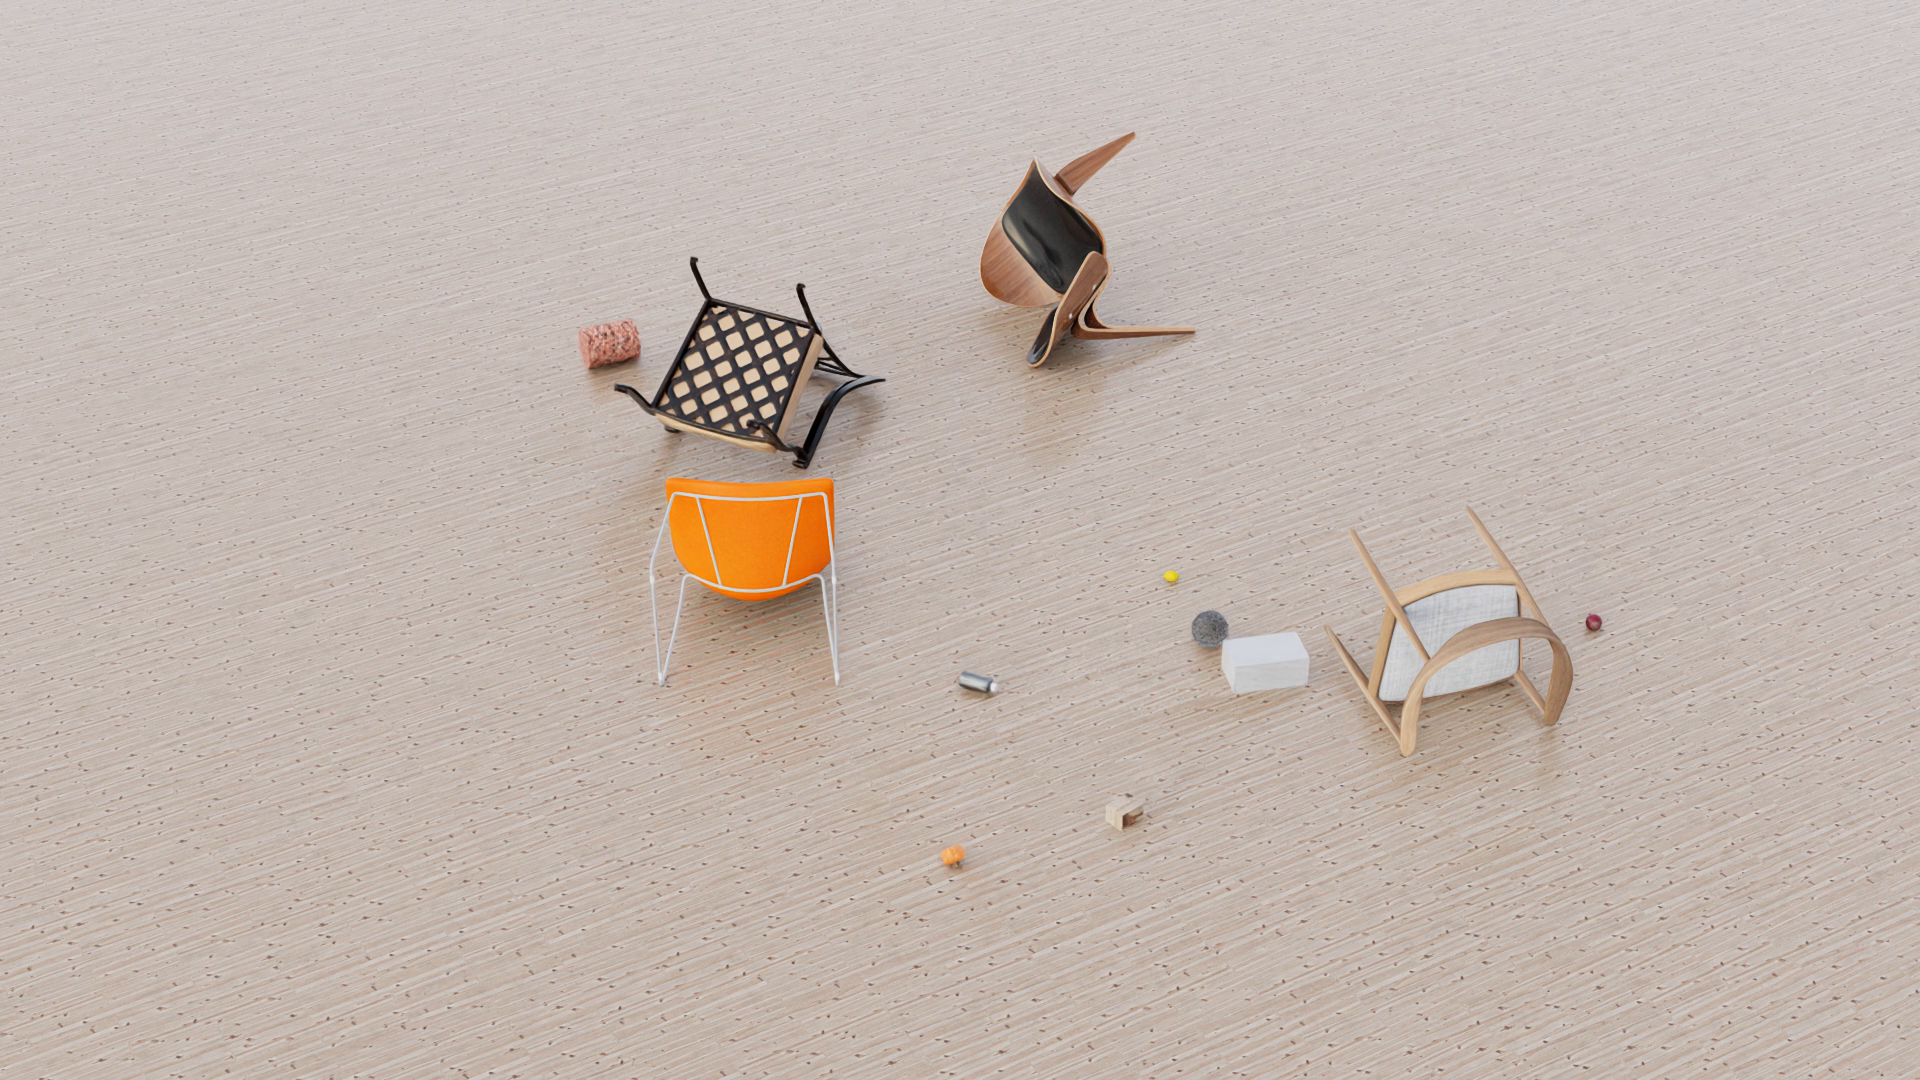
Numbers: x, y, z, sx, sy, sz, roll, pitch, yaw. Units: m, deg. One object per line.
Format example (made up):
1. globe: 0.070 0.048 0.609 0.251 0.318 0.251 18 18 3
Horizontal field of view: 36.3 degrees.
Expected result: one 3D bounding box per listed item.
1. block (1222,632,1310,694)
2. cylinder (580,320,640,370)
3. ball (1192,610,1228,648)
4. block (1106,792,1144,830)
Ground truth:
1. block: 1.061 0.426 10.194 0.265 0.114 0.161 -6 34 -10
2. cylinder: -1.434 -0.802 12.010 0.218 0.167 0.136 -14 29 -20
3. ball: 0.882 0.313 10.350 0.131 0.131 0.131 0 33 0
4. block: 0.536 0.885 9.541 0.095 0.066 0.075 -26 41 -33
